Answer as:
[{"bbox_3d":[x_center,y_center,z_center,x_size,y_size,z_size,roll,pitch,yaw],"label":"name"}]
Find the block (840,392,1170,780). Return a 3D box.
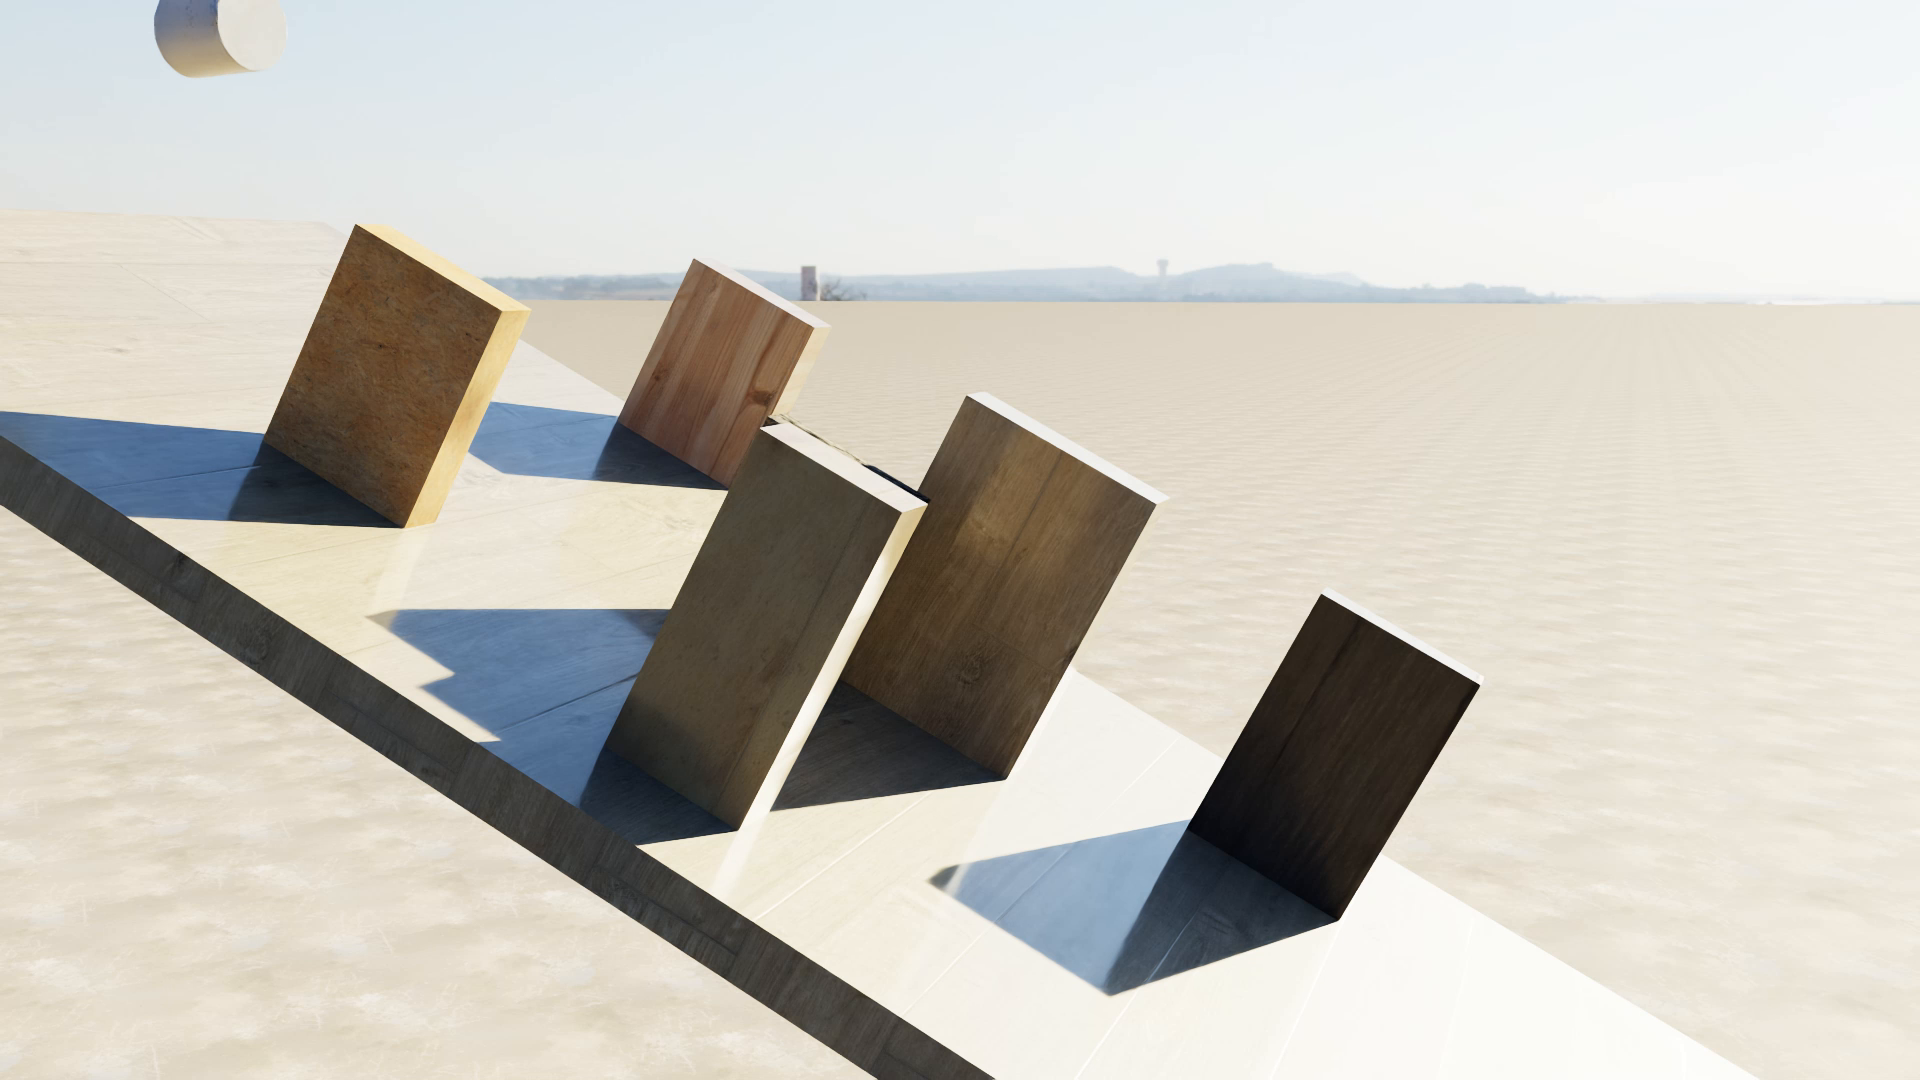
[{"bbox_3d":[0.068,0.085,4.191,0.412,0.606,0.122,31,14,12],"label":"block"}]

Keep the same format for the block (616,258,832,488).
[{"bbox_3d":[-0.546,-0.384,5.083,0.333,0.426,0.113,31,14,12],"label":"block"}]

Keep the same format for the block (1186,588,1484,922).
[{"bbox_3d":[0.738,0.423,4.348,0.349,0.553,0.092,31,14,12],"label":"block"}]

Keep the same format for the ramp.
[{"bbox_3d":[-0.217,0.360,4.145,4.000,0.100,2.000,31,14,12],"label":"ramp"}]

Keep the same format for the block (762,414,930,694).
[{"bbox_3d":[-0.297,0.033,4.068,0.324,0.426,0.084,31,14,12],"label":"block"}]

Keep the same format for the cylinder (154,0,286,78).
[{"bbox_3d":[-1.475,-1.020,4.387,0.179,0.179,0.179,2,7,30],"label":"cylinder"}]

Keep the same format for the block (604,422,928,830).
[{"bbox_3d":[-0.303,0.133,3.405,0.256,0.570,0.123,31,14,12],"label":"block"}]

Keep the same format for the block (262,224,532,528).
[{"bbox_3d":[-1.000,-0.291,3.899,0.320,0.434,0.105,31,14,12],"label":"block"}]
